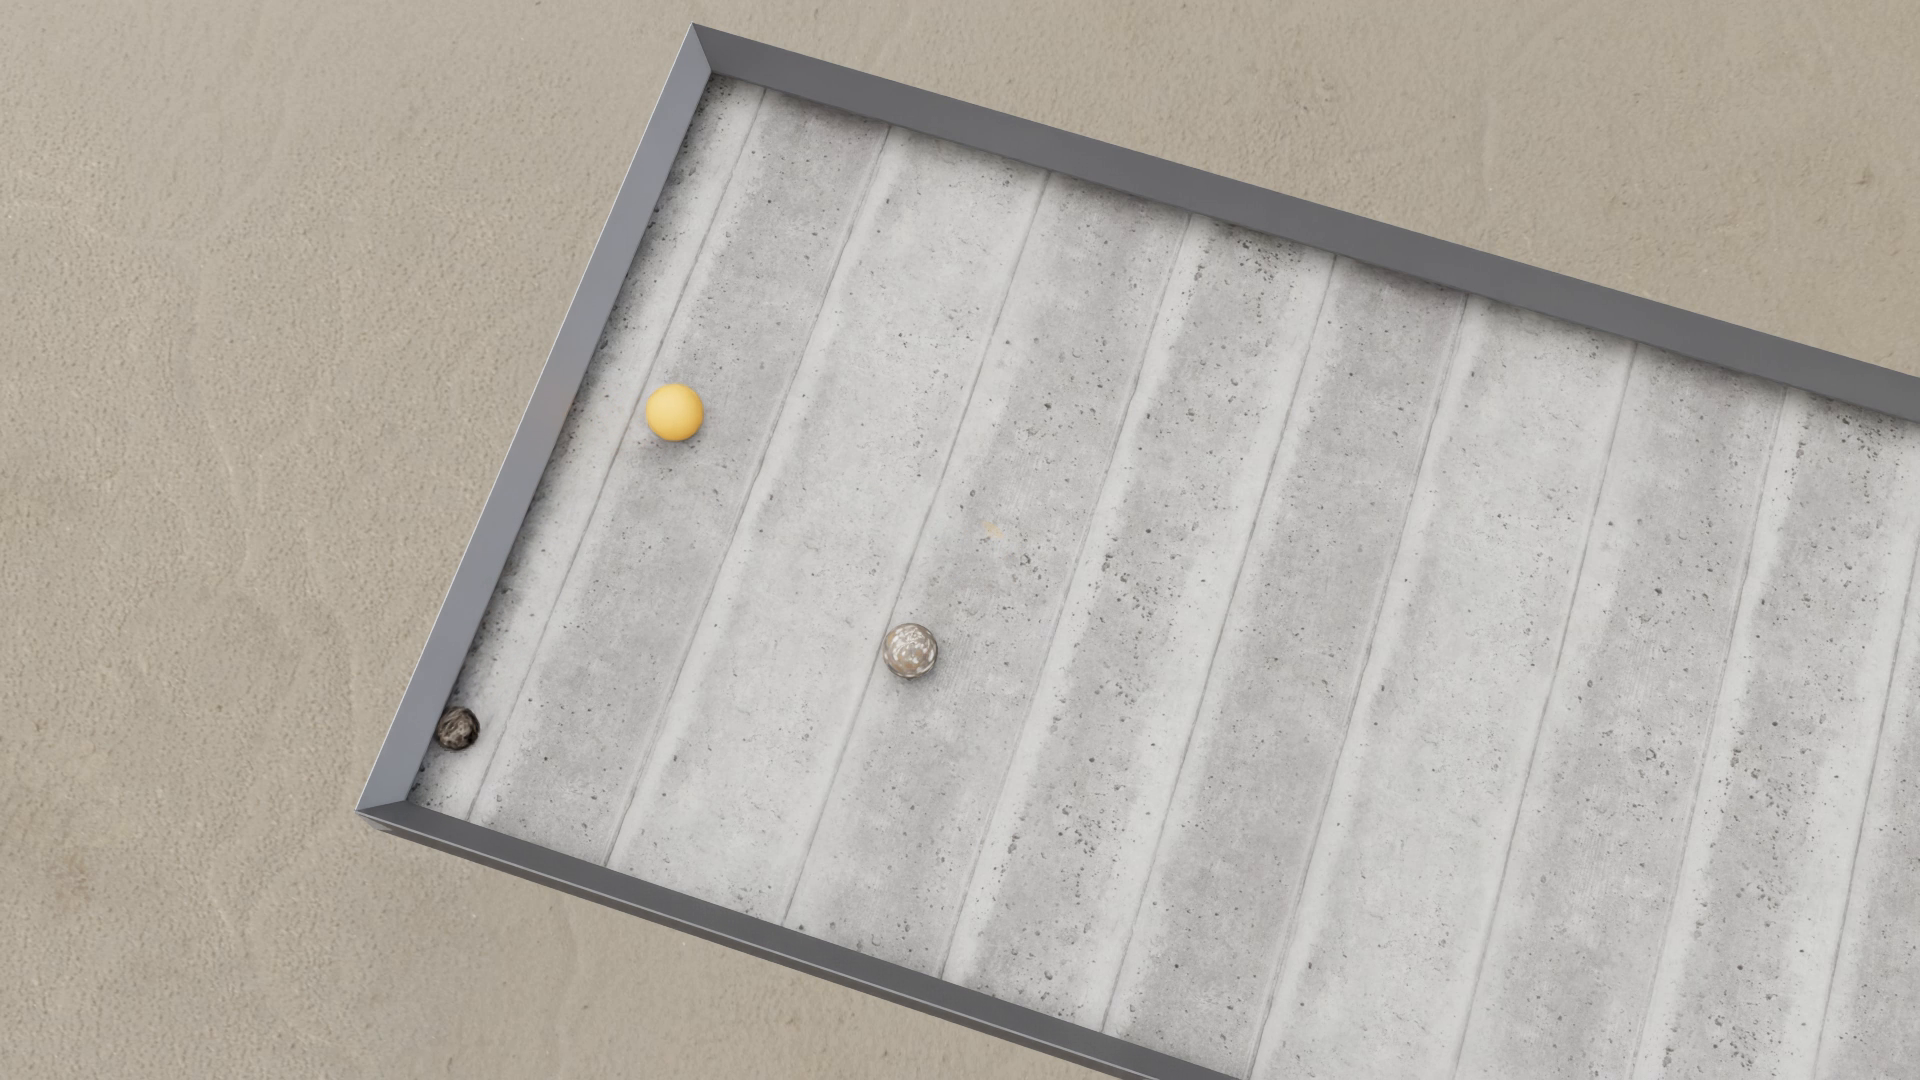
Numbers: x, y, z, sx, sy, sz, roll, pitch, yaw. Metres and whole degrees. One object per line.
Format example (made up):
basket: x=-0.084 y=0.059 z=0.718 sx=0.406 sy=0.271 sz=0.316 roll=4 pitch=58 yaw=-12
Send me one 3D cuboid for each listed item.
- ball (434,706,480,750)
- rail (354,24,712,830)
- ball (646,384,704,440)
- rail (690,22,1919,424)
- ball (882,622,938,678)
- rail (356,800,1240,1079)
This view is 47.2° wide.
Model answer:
ball: x=-0.761 y=0.285 z=3.328 sx=0.066 sy=0.066 sz=0.066 roll=0 pitch=71 yaw=0
rail: x=-0.641 y=-0.205 z=3.471 sx=0.045 sy=0.118 sz=1.398 roll=17 pitch=72 yaw=6
ball: x=-0.453 y=-0.203 z=3.486 sx=0.091 sy=0.091 sz=0.091 roll=0 pitch=71 yaw=0
rail: x=0.875 y=-0.404 z=3.541 sx=2.796 sy=0.118 sz=0.045 roll=17 pitch=72 yaw=6
ball: x=-0.076 y=0.169 z=3.359 sx=0.086 sy=0.086 sz=0.086 roll=0 pitch=71 yaw=0
rail: x=0.452 y=0.807 z=3.117 sx=2.796 sy=0.118 sz=0.045 roll=17 pitch=72 yaw=6
